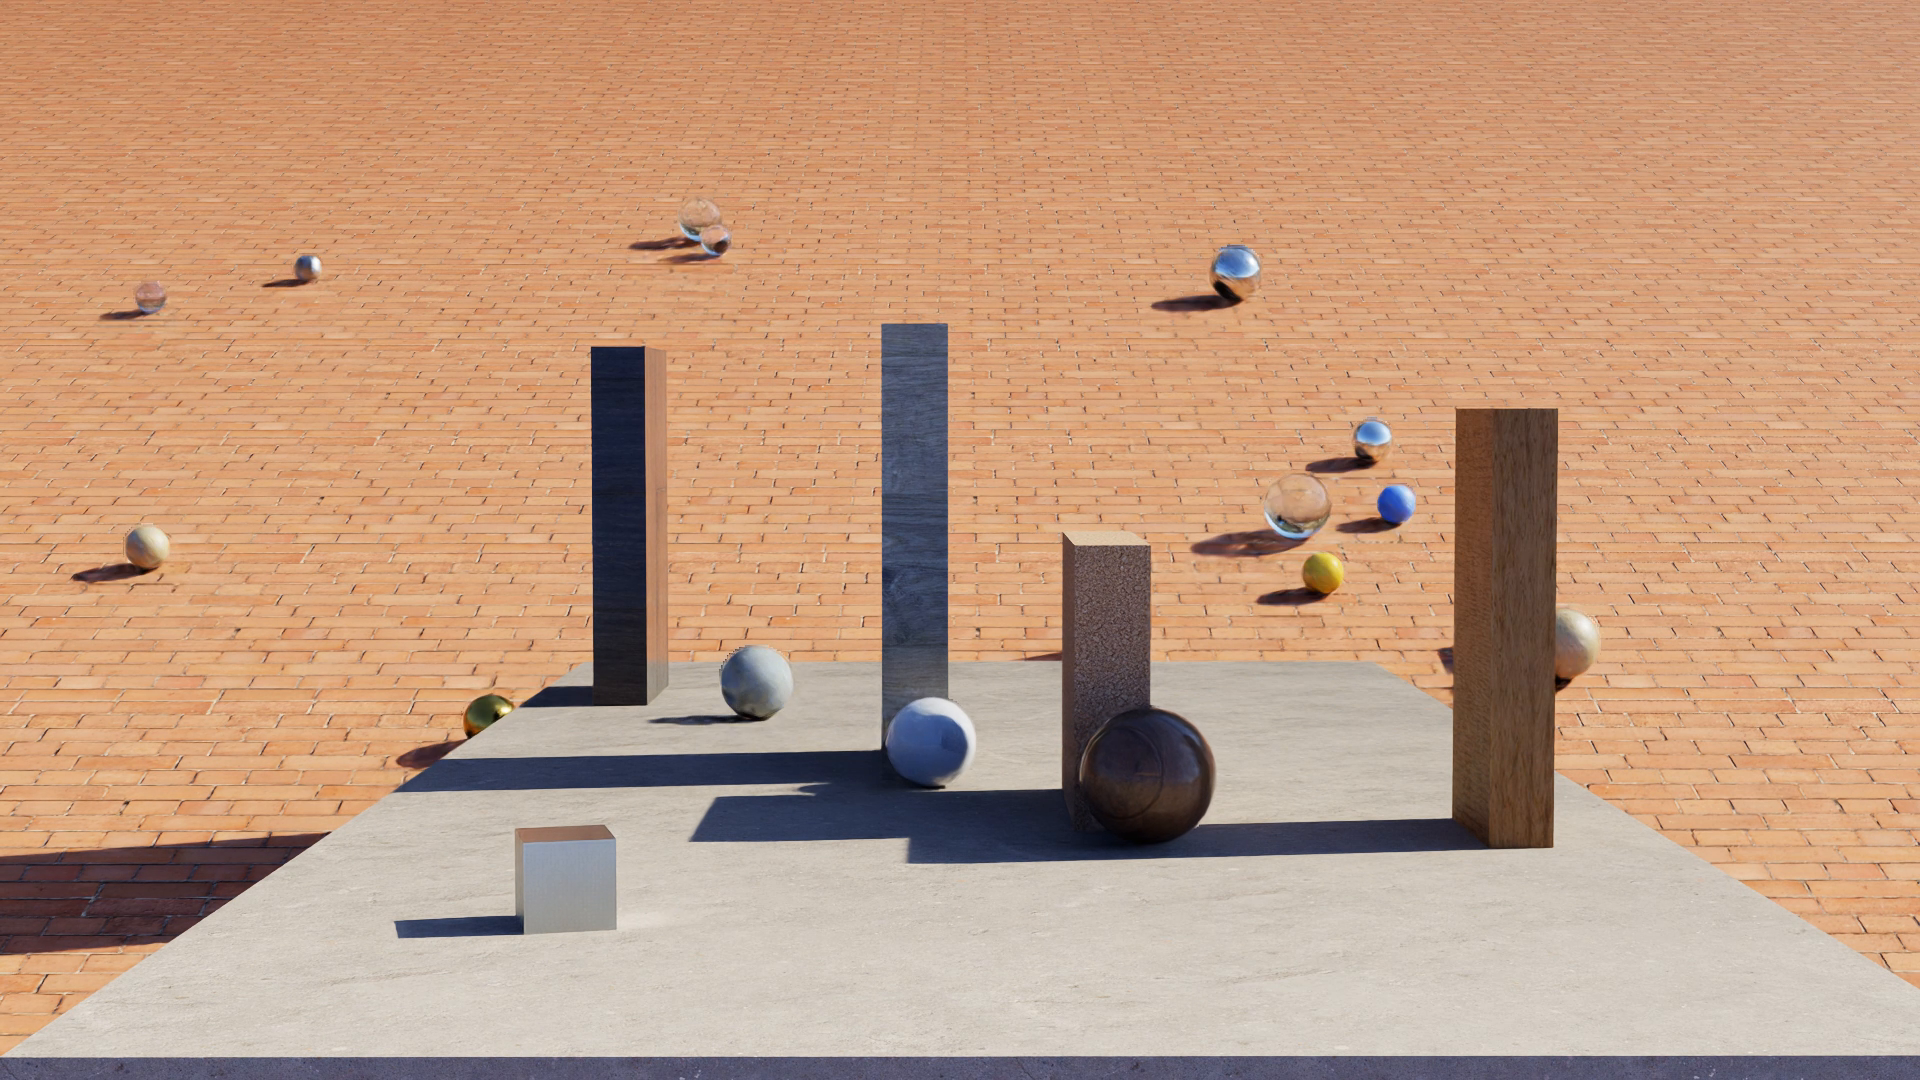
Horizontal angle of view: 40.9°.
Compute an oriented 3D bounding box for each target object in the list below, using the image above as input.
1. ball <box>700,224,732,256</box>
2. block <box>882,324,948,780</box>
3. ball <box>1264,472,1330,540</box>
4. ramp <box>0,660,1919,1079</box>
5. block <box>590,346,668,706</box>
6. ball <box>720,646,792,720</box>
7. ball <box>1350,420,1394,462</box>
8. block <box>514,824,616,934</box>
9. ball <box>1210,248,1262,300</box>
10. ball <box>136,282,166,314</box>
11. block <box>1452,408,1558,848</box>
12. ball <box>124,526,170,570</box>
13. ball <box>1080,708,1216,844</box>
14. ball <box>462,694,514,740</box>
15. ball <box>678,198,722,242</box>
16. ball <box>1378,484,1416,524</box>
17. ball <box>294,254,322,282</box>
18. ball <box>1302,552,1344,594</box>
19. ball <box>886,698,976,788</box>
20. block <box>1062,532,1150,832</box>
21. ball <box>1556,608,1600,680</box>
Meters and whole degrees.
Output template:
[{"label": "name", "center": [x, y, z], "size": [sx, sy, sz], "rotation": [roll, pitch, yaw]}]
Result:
[{"label": "ball", "center": [-0.986, -1.215, 10.411], "size": [0.127, 0.127, 0.127], "rotation": [0, 22, 0]}, {"label": "block", "center": [-0.078, 0.012, 4.604], "size": [0.114, 0.784, 0.399], "rotation": [0, 3, 0]}, {"label": "ball", "center": [0.989, -0.100, 7.538], "size": [0.195, 0.195, 0.195], "rotation": [0, 22, 0]}, {"label": "ramp", "center": [0.051, 0.458, 4.533], "size": [2.000, 0.100, 4.000], "rotation": [0, 3, 0]}, {"label": "block", "center": [-0.734, -0.039, 5.737], "size": [0.116, 0.773, 0.412], "rotation": [0, 3, 0]}, {"label": "ball", "center": [-0.419, 0.295, 5.303], "size": [0.150, 0.150, 0.150], "rotation": [0, 22, 0]}, {"label": "ball", "center": [1.307, -0.314, 8.153], "size": [0.134, 0.134, 0.134], "rotation": [0, 22, 0]}, {"label": "block", "center": [-0.490, 0.420, 3.188], "size": [0.112, 0.112, 0.112], "rotation": [-1, 3, -15]}, {"label": "ball", "center": [1.052, -1.015, 9.814], "size": [0.202, 0.202, 0.202], "rotation": [0, 22, 0]}, {"label": "ball", "center": [-3.043, -0.910, 9.670], "size": [0.113, 0.113, 0.113], "rotation": [0, 22, 0]}, {"label": "block", "center": [0.815, 0.122, 3.858], "size": [0.094, 0.638, 0.277], "rotation": [0, 3, 0]}, {"label": "ball", "center": [-2.316, 0.022, 7.329], "size": [0.124, 0.124, 0.124], "rotation": [0, 22, 0]}, {"label": "ball", "center": [0.276, 0.346, 3.774], "size": [0.200, 0.200, 0.200], "rotation": [0, 22, 0]}, {"label": "ball", "center": [-1.142, 0.443, 6.264], "size": [0.135, 0.135, 0.135], "rotation": [0, 22, 0]}, {"label": "ball", "center": [-1.069, -1.322, 10.607], "size": [0.181, 0.181, 0.181], "rotation": [0, 22, 0]}, {"label": "ball", "center": [1.302, -0.108, 7.666], "size": [0.115, 0.115, 0.115], "rotation": [0, 22, 0]}, {"label": "ball", "center": [-2.550, -1.063, 10.058], "size": [0.108, 0.108, 0.108], "rotation": [0, 22, 0]}, {"label": "ball", "center": [1.010, 0.093, 7.161], "size": [0.117, 0.117, 0.117], "rotation": [0, 22, 0]}, {"label": "ball", "center": [-0.049, 0.342, 4.345], "size": [0.152, 0.152, 0.152], "rotation": [0, 22, 0]}, {"label": "block", "center": [0.229, 0.213, 4.093], "size": [0.114, 0.434, 0.449], "rotation": [0, 3, 0]}, {"label": "ball", "center": [1.554, 0.268, 6.633], "size": [0.185, 0.185, 0.185], "rotation": [0, 22, 0]}]
